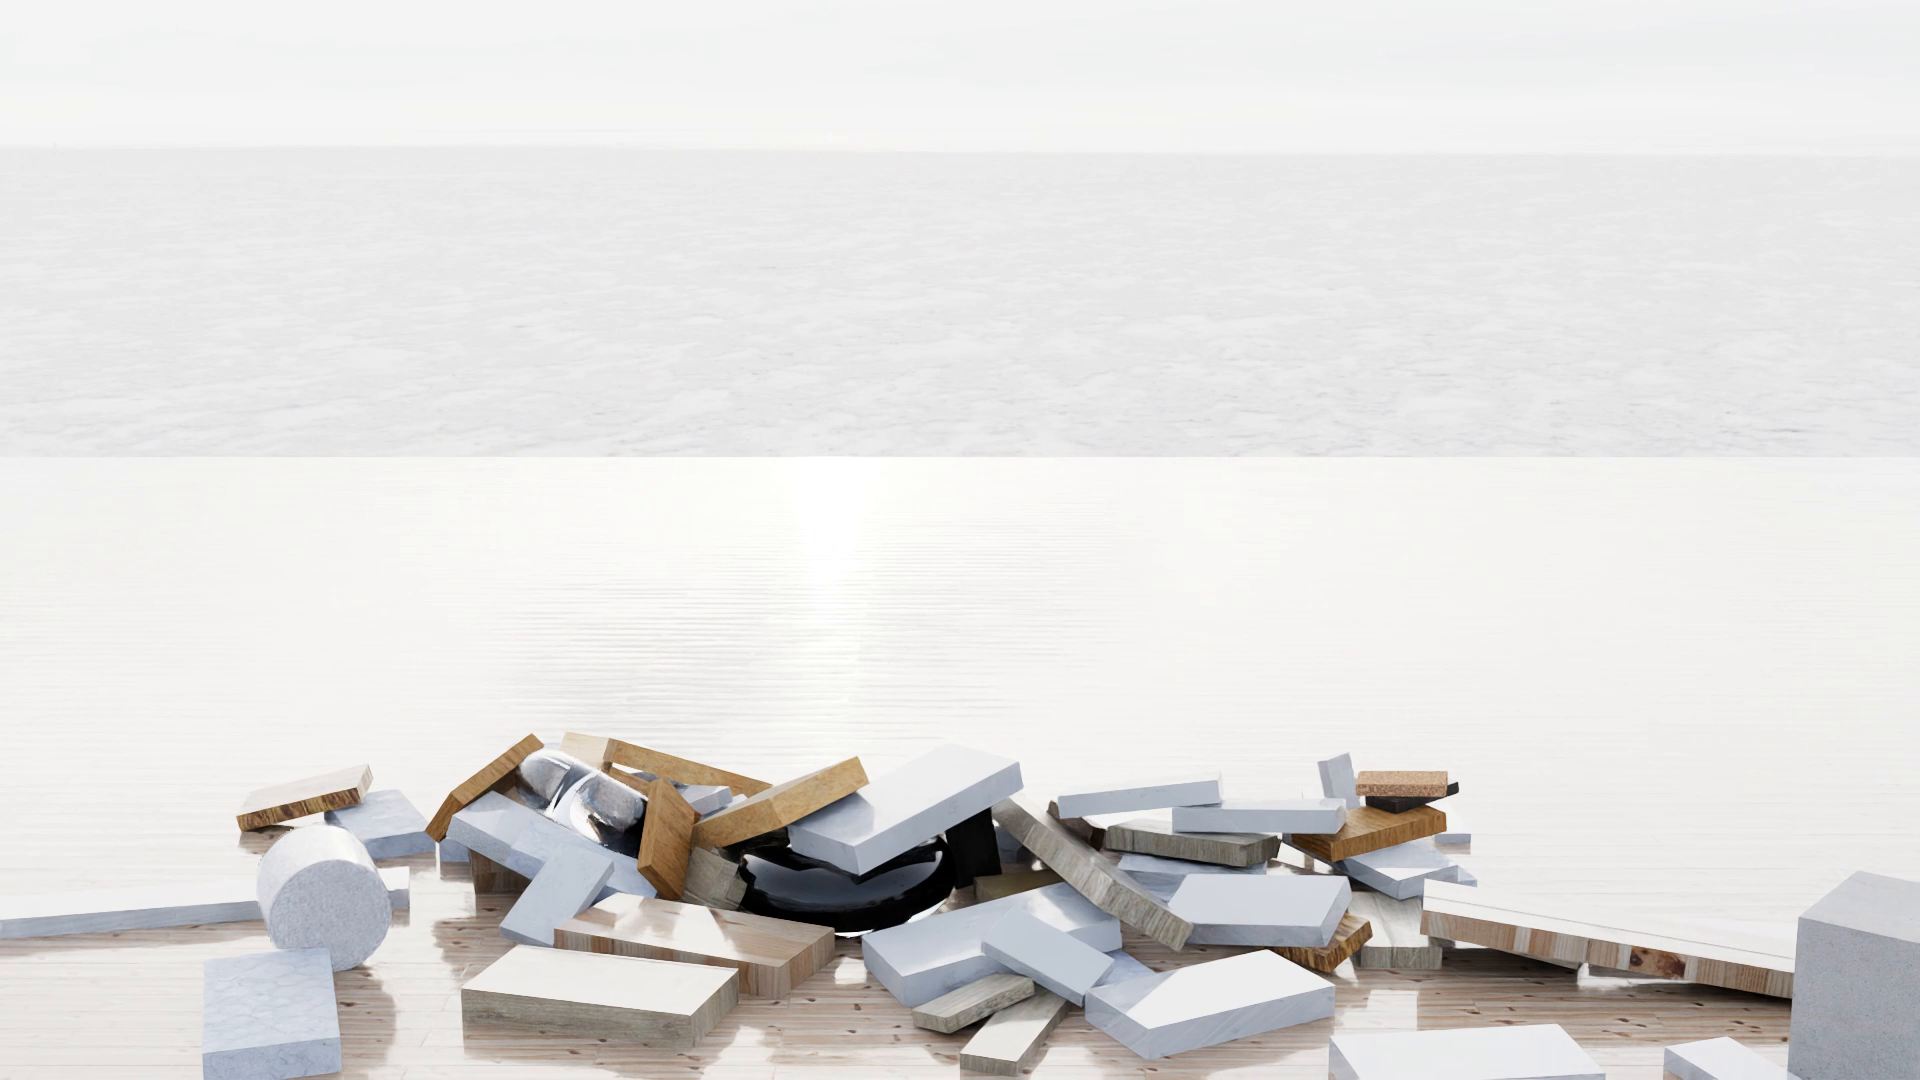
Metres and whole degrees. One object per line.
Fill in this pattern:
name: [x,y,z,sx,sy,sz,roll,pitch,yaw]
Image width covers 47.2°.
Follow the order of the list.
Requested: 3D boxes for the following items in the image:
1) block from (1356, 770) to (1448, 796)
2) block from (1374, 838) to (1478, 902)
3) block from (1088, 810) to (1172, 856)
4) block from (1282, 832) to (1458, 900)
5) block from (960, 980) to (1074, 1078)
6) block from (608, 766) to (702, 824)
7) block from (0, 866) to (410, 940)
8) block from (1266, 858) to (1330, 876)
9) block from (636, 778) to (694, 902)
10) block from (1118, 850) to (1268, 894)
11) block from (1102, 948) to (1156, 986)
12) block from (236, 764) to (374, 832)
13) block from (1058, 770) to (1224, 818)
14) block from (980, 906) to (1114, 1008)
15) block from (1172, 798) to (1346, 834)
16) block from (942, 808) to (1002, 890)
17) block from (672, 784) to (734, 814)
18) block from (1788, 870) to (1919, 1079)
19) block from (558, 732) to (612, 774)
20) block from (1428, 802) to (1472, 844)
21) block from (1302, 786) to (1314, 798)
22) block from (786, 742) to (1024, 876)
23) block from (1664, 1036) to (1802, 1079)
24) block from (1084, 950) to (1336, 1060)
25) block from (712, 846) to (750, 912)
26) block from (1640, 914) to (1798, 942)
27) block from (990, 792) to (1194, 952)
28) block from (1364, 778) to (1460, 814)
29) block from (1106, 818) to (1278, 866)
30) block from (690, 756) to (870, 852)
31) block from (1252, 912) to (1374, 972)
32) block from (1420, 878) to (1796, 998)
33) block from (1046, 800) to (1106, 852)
block: [0.761,0.419,3.787,0.150,0.021,0.075,-2,12,17]
block: [0.754,0.556,3.744,0.140,0.040,0.280,-2,11,-12]
block: [0.321,0.526,3.916,0.127,0.036,0.255,-9,14,-39]
block: [0.685,0.527,3.702,0.117,0.033,0.341,-10,13,-23]
block: [0.087,0.684,3.100,0.081,0.023,0.288,4,11,20]
block: [-0.534,0.446,3.822,0.095,0.027,0.189,40,-17,-33]
block: [-1.344,0.595,3.555,0.881,0.032,0.113,-2,11,-13]
block: [0.528,0.571,3.691,0.206,0.029,0.103,10,15,44]
block: [-0.485,0.494,3.632,0.027,0.095,0.189,-21,38,19]
block: [0.383,0.550,3.634,0.234,0.033,0.117,3,11,14]
block: [0.169,0.630,3.375,0.105,0.030,0.360,-5,12,-25]
block: [-1.203,0.472,4.042,0.226,0.032,0.113,-14,17,0]
block: [0.311,0.435,3.757,0.272,0.039,0.136,-7,-1,10]
block: [0.128,0.607,3.212,0.175,0.025,0.088,24,40,25]
block: [0.503,0.462,3.692,0.272,0.039,0.136,-2,1,17]
block: [0.014,0.492,3.685,0.086,0.172,0.024,-15,17,-17]
block: [-0.505,0.470,3.942,0.100,0.028,0.201,-20,9,-39]
block: [1.266,0.608,2.919,0.239,0.239,0.239,9,14,39]
block: [-0.705,0.410,4.144,0.100,0.028,0.201,10,11,-6]
block: [0.880,0.516,4.018,0.065,0.018,0.185,0,11,0]
block: [0.632,0.497,3.989,0.018,0.065,0.131,1,11,6]
block: [-0.086,0.430,3.561,0.352,0.050,0.176,-23,21,-37]
block: [1.062,0.728,2.847,0.103,0.029,0.338,-4,11,-20]
block: [0.359,0.663,3.152,0.322,0.046,0.161,-6,12,-29]
block: [-0.390,0.565,3.561,0.025,0.088,0.175,26,2,-20]
block: [1.165,0.622,3.409,0.374,0.032,0.114,2,11,11]
block: [0.151,0.498,3.654,0.161,0.046,0.786,32,-2,-21]
block: [0.780,0.437,3.798,0.150,0.021,0.075,-13,14,-32]
block: [0.388,0.505,3.685,0.255,0.036,0.127,3,2,31]
block: [-0.309,0.444,3.650,0.176,0.050,0.352,-23,-2,-34]
block: [0.523,0.603,3.402,0.105,0.030,0.210,-30,23,-32]
block: [1.037,0.606,3.284,0.686,0.040,0.140,8,12,11]
block: [0.193,0.517,3.820,0.024,0.086,0.172,14,4,-25]
